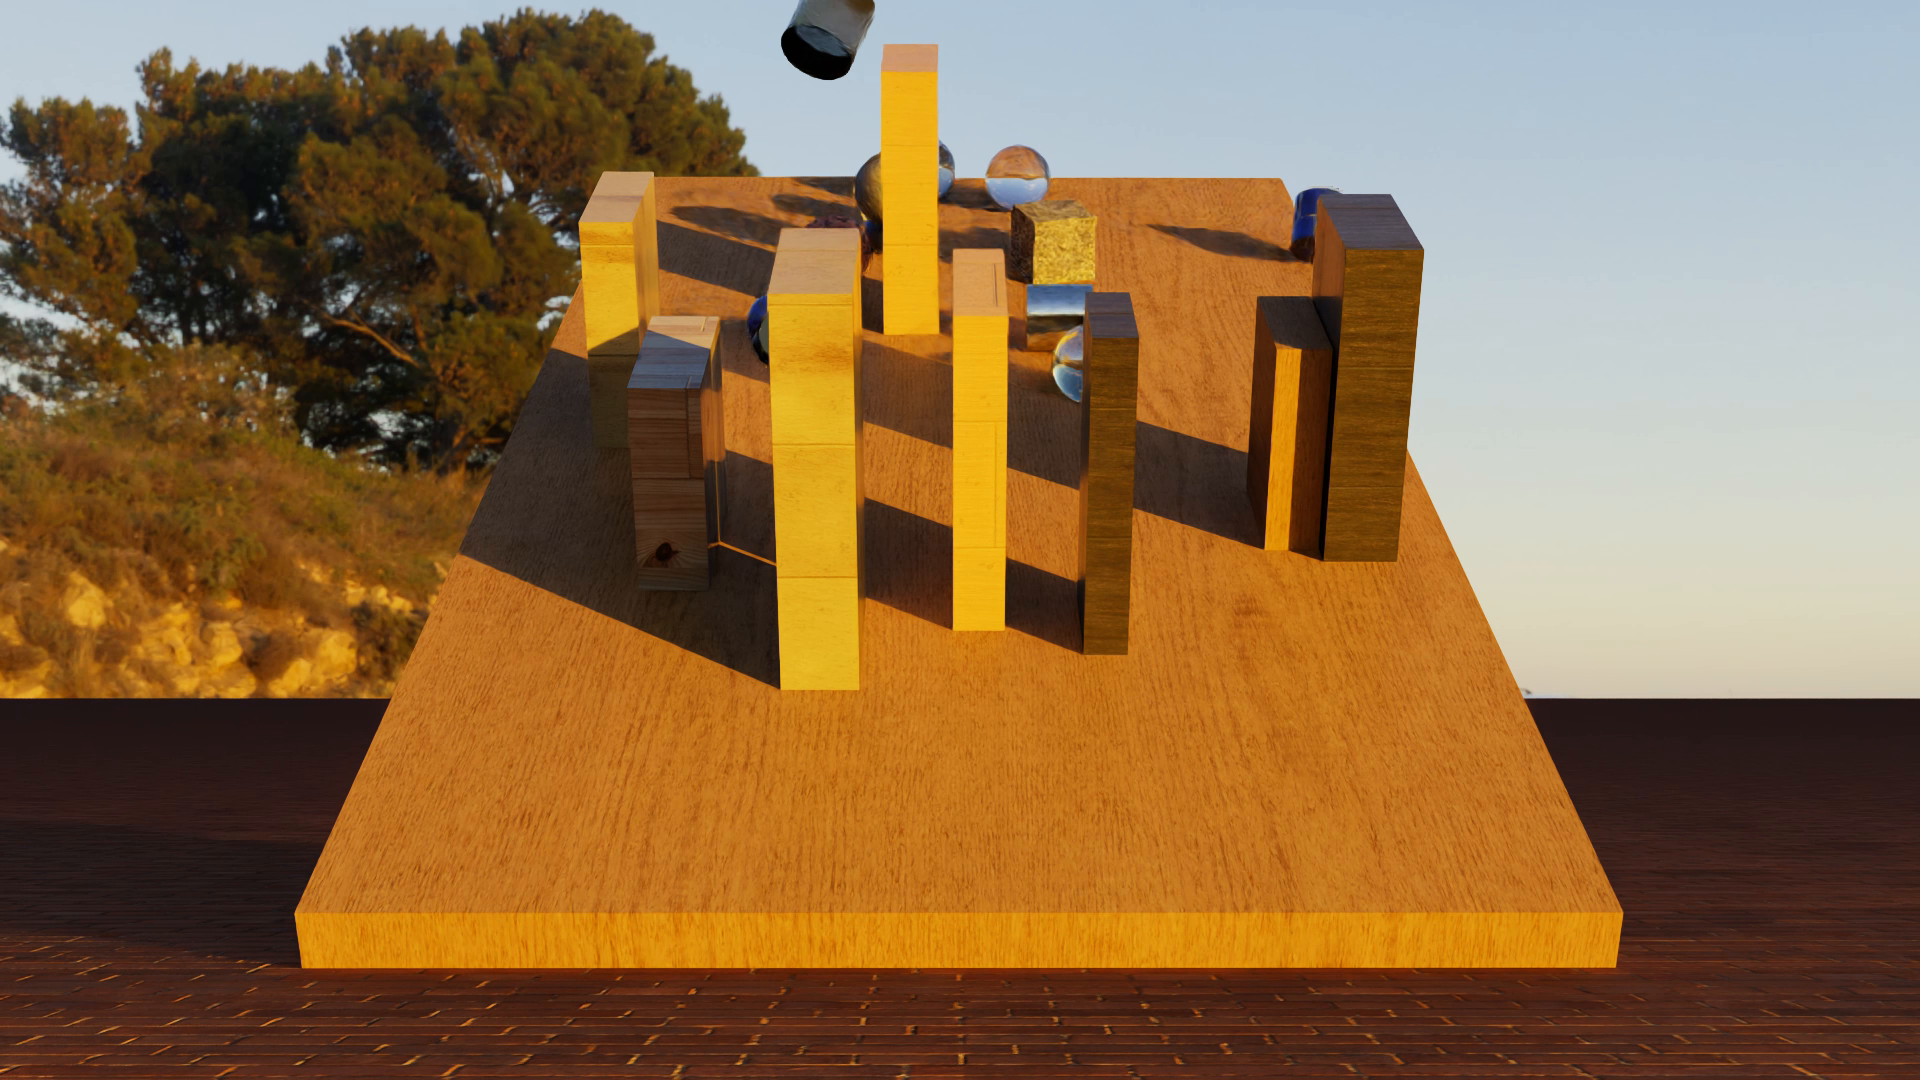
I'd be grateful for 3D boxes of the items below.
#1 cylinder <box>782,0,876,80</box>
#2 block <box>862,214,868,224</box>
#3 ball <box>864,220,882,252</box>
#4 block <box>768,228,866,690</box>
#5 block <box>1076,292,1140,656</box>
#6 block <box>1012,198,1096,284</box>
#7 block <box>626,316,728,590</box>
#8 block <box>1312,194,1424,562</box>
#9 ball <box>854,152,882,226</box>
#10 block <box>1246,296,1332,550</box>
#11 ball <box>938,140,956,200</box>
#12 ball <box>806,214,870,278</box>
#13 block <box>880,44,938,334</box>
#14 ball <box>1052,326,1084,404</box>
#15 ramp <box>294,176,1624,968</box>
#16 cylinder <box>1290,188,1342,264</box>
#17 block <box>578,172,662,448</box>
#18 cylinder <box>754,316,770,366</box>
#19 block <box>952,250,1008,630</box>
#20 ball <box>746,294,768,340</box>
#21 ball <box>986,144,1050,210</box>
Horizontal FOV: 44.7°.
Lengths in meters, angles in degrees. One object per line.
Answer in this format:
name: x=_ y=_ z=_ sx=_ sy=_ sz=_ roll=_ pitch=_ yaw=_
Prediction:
cylinder: x=-0.371 y=-1.452 z=6.609 sx=0.210 sy=0.210 sz=0.210 roll=15 pitch=-31 yaw=10
block: x=-0.227 y=-0.986 z=6.669 sx=0.110 sy=0.110 sz=0.110 roll=-10 pitch=32 yaw=15
ball: x=-0.202 y=-0.853 z=6.441 sx=0.125 sy=0.125 sz=0.125 roll=0 pitch=-4 yaw=0
block: x=-0.249 y=-0.145 z=4.165 sx=0.140 sy=0.739 sz=0.361 roll=0 pitch=25 yaw=0
block: x=0.267 y=-0.119 z=4.261 sx=0.081 sy=0.615 sz=0.243 roll=0 pitch=25 yaw=0
block: x=0.250 y=-0.800 z=6.270 sx=0.174 sy=0.174 sz=0.174 roll=-8 pitch=26 yaw=-17
block: x=-0.553 y=-0.178 z=4.620 sx=0.136 sy=0.418 sz=0.407 roll=0 pitch=25 yaw=0
block: x=0.796 y=-0.327 z=4.679 sx=0.146 sy=0.646 sz=0.370 roll=0 pitch=25 yaw=0
ball: x=-0.180 y=-0.941 z=6.275 sx=0.207 sy=0.207 sz=0.207 roll=0 pitch=-4 yaw=0
block: x=0.666 y=-0.240 z=4.751 sx=0.108 sy=0.428 sz=0.318 roll=0 pitch=25 yaw=0
ball: x=-0.112 y=-1.087 z=6.861 sx=0.200 sy=0.200 sz=0.200 roll=0 pitch=-4 yaw=0
ball: x=-0.332 y=-0.759 z=6.151 sx=0.195 sy=0.195 sz=0.195 roll=0 pitch=-4 yaw=0
block: x=-0.123 y=-0.877 z=5.849 sx=0.136 sy=0.664 sz=0.292 roll=0 pitch=25 yaw=0
ball: x=0.304 y=-0.405 z=5.398 sx=0.185 sy=0.185 sz=0.185 roll=0 pitch=-4 yaw=0
ramp: x=-0.009 y=-0.229 z=5.354 sx=2.000 sy=0.100 sz=4.000 roll=0 pitch=25 yaw=0
cylinder: x=0.976 y=-0.850 z=6.335 sx=0.149 sy=0.149 sz=0.149 roll=8 pitch=-22 yaw=3
block: x=-0.754 y=-0.521 z=5.245 sx=0.114 sy=0.518 sz=0.390 roll=0 pitch=25 yaw=0
cylinder: x=-0.424 y=-0.480 z=5.576 sx=0.125 sy=0.125 sz=0.125 roll=1 pitch=-3 yaw=-12
block: x=0.035 y=-0.193 z=4.414 sx=0.096 sy=0.620 sz=0.385 roll=0 pitch=25 yaw=0
ball: x=-0.455 y=-0.536 z=5.733 sx=0.138 sy=0.138 sz=0.138 roll=0 pitch=-4 yaw=0
ball: x=0.169 y=-1.053 z=6.798 sx=0.191 sy=0.191 sz=0.191 roll=0 pitch=-4 yaw=0
